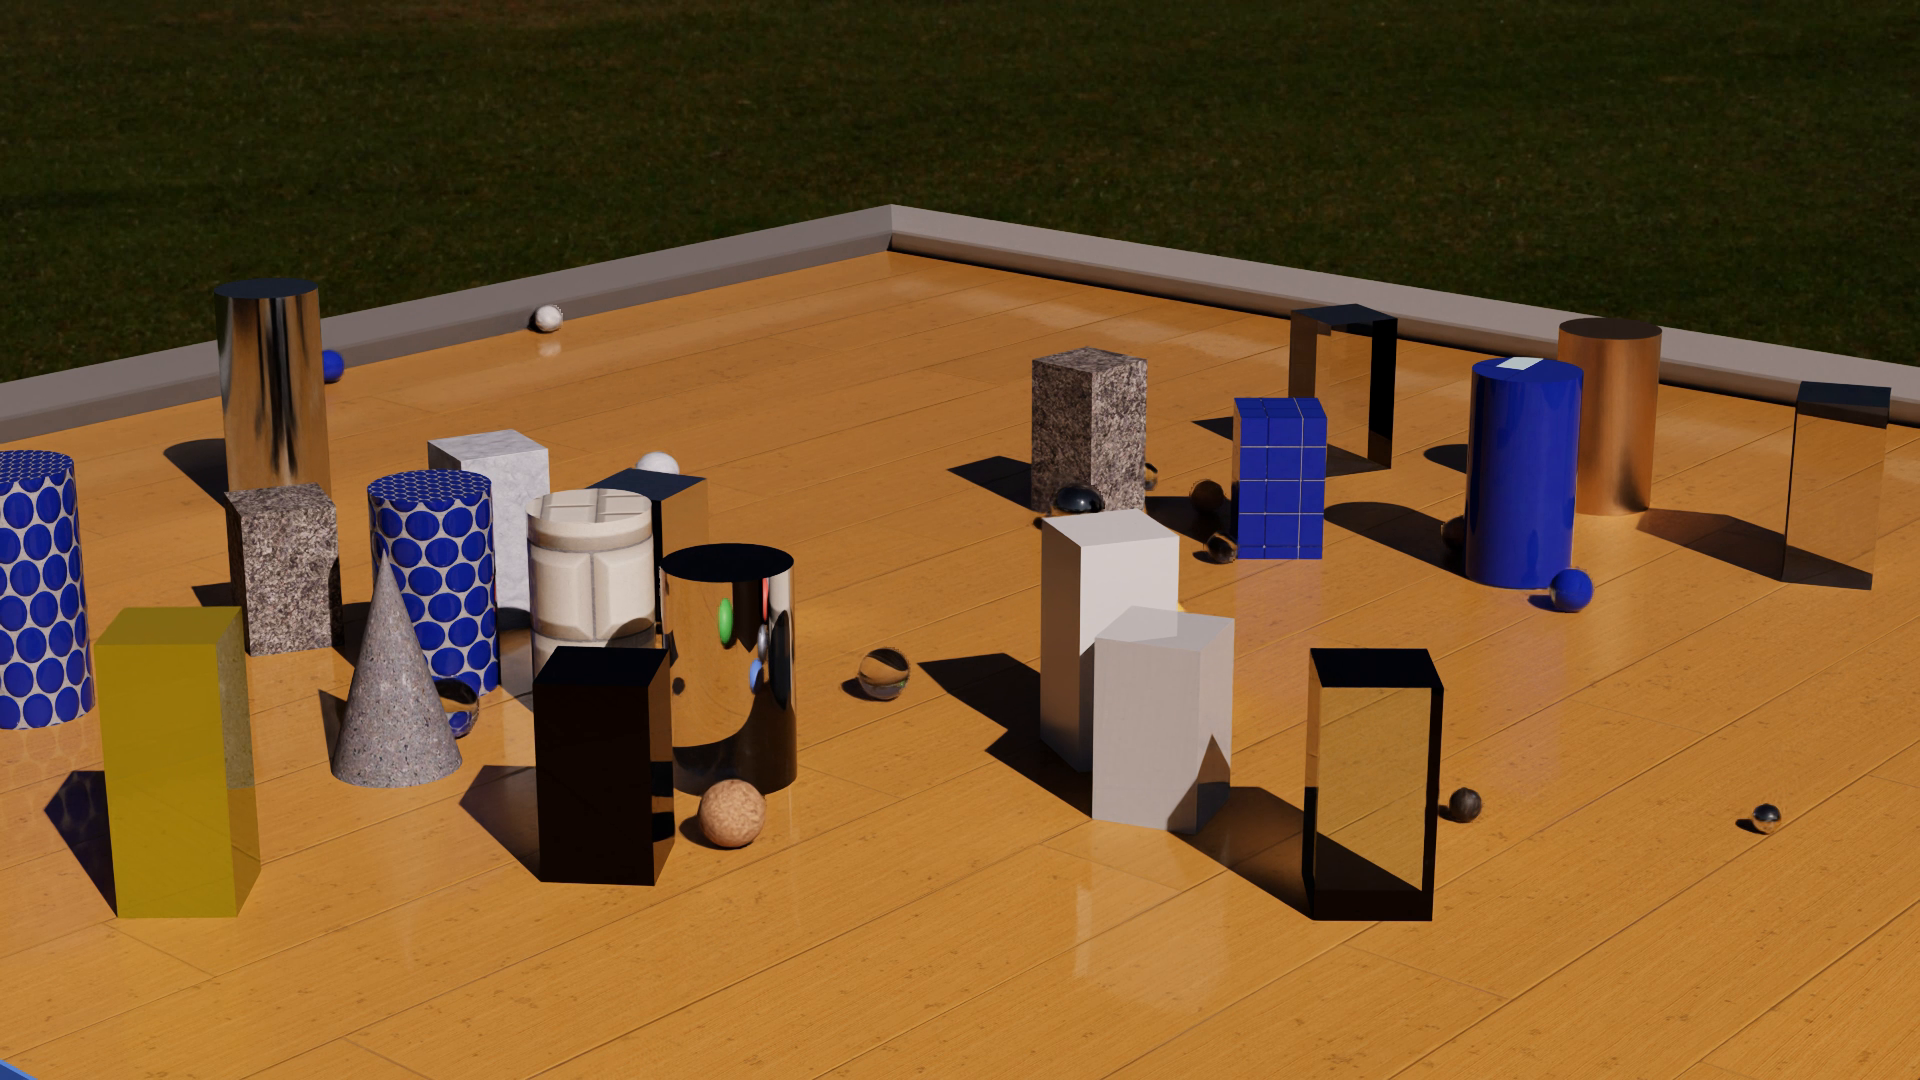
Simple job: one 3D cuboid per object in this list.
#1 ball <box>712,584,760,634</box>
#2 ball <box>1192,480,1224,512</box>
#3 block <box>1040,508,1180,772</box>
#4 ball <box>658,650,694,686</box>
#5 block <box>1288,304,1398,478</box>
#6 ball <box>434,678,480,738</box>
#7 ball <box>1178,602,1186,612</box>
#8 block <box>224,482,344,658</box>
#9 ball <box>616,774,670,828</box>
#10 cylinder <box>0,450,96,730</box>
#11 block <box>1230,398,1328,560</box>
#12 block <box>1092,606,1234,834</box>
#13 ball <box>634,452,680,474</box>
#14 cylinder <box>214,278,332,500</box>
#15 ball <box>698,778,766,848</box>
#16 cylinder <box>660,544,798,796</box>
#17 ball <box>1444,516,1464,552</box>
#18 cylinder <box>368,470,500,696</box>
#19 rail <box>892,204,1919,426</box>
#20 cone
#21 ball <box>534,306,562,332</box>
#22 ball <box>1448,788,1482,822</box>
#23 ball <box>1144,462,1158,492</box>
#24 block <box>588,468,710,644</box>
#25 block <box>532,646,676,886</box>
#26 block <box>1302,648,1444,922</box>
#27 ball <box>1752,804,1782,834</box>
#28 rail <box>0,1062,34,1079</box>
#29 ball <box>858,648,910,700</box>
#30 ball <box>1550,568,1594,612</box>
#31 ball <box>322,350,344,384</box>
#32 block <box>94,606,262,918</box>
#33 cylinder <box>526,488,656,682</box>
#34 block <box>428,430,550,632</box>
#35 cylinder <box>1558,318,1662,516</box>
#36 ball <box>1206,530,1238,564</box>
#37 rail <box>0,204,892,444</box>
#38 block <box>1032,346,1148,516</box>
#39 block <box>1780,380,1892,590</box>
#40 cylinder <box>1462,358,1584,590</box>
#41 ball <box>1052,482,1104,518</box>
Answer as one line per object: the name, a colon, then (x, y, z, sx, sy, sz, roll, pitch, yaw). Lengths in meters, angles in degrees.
ball: (-0.376, 0.116, 4.917, 0.082, 0.082, 0.082, 0, 17, 0)
ball: (0.475, -0.084, 5.614, 0.062, 0.062, 0.062, 0, 17, 0)
block: (0.220, 0.147, 4.355, 0.154, 0.347, 0.154, -6, 18, -19)
ball: (-0.451, 0.204, 4.668, 0.057, 0.057, 0.057, 0, 17, 0)
block: (0.768, -0.303, 5.910, 0.154, 0.311, 0.154, -8, 18, -24)
ball: (-0.774, 0.254, 4.442, 0.092, 0.092, 0.092, 0, 17, 0)
ball: (0.335, 0.135, 4.852, 0.083, 0.083, 0.083, 0, 17, 0)
block: (-1.122, 0.048, 4.869, 0.154, 0.241, 0.154, -7, 18, -22)
ball: (-0.444, 0.366, 4.101, 0.075, 0.075, 0.075, 0, 17, 0)
cylinder: (-1.449, 0.075, 4.519, 0.193, 0.391, 0.193, 0, 17, 0)
block: (0.581, -0.114, 5.364, 0.154, 0.264, 0.154, 0, 17, 0)
block: (0.287, 0.252, 4.140, 0.154, 0.271, 0.154, 7, 18, 22)
ball: (-0.590, -0.127, 5.707, 0.091, 0.091, 0.091, 0, 17, 0)
cylinder: (-1.307, -0.268, 5.585, 0.193, 0.432, 0.193, 0, 17, 0)
ball: (-0.314, 0.376, 4.036, 0.094, 0.094, 0.094, 0, 17, 0)
cylinder: (-0.335, 0.188, 4.256, 0.193, 0.326, 0.193, 0, 17, 0)
ball: (0.918, -0.010, 5.362, 0.067, 0.067, 0.067, 0, 17, 0)
cylinder: (-0.831, 0.072, 4.639, 0.193, 0.328, 0.193, 0, 17, 0)
rail: (1.437, -0.447, 6.705, 4.350, 0.125, 0.045, 14, 22, 39)
cone: (-0.834, 0.171, 4.295, 0.193, 0.336, 0.193, 0, 17, 0)
ball: (-0.999, -0.536, 7.108, 0.064, 0.064, 0.064, 0, 17, 0)
ball: (0.712, 0.373, 4.128, 0.047, 0.047, 0.047, 0, 17, 0)
ball: (0.360, -0.123, 5.754, 0.058, 0.058, 0.058, 0, 17, 0)
block: (-0.527, 0.025, 4.931, 0.154, 0.248, 0.154, 8, 18, 24)
block: (-0.478, 0.303, 3.952, 0.154, 0.282, 0.154, 1, 17, 5)
block: (0.537, 0.319, 3.833, 0.154, 0.321, 0.154, 0, 17, 1)
ball: (1.125, 0.388, 4.088, 0.040, 0.040, 0.040, 0, 17, 0)
rail: (-1.437, 0.510, 3.536, 4.350, 0.125, 0.045, 14, 22, 39)
ball: (-0.119, 0.210, 4.607, 0.081, 0.081, 0.081, 0, 17, 0)
ball: (1.049, 0.086, 5.031, 0.075, 0.075, 0.075, 0, 17, 0)
ball: (-1.426, -0.391, 6.611, 0.074, 0.074, 0.074, 0, 17, 0)
block: (-1.020, 0.290, 3.834, 0.154, 0.376, 0.154, 0, 17, -1)
cylinder: (-0.568, 0.104, 4.532, 0.193, 0.328, 0.193, 0, 17, 0)
block: (-0.793, -0.014, 4.963, 0.154, 0.305, 0.154, -10, 19, -29)
cylinder: (1.240, -0.238, 5.637, 0.193, 0.345, 0.193, 0, 17, 0)
ball: (0.474, 0.013, 5.300, 0.059, 0.059, 0.059, 0, 17, 0)
rail: (-1.625, -0.376, 6.471, 0.045, 0.125, 4.431, 14, 22, 39)
block: (0.245, -0.199, 5.589, 0.154, 0.298, 0.154, 16, 23, 43)
block: (1.552, -0.098, 5.195, 0.154, 0.331, 0.154, 6, 18, 18)
cylinder: (0.994, -0.118, 5.188, 0.193, 0.375, 0.193, 0, 17, 0)
ball: (0.219, -0.059, 5.472, 0.096, 0.096, 0.096, 0, 17, 0)
